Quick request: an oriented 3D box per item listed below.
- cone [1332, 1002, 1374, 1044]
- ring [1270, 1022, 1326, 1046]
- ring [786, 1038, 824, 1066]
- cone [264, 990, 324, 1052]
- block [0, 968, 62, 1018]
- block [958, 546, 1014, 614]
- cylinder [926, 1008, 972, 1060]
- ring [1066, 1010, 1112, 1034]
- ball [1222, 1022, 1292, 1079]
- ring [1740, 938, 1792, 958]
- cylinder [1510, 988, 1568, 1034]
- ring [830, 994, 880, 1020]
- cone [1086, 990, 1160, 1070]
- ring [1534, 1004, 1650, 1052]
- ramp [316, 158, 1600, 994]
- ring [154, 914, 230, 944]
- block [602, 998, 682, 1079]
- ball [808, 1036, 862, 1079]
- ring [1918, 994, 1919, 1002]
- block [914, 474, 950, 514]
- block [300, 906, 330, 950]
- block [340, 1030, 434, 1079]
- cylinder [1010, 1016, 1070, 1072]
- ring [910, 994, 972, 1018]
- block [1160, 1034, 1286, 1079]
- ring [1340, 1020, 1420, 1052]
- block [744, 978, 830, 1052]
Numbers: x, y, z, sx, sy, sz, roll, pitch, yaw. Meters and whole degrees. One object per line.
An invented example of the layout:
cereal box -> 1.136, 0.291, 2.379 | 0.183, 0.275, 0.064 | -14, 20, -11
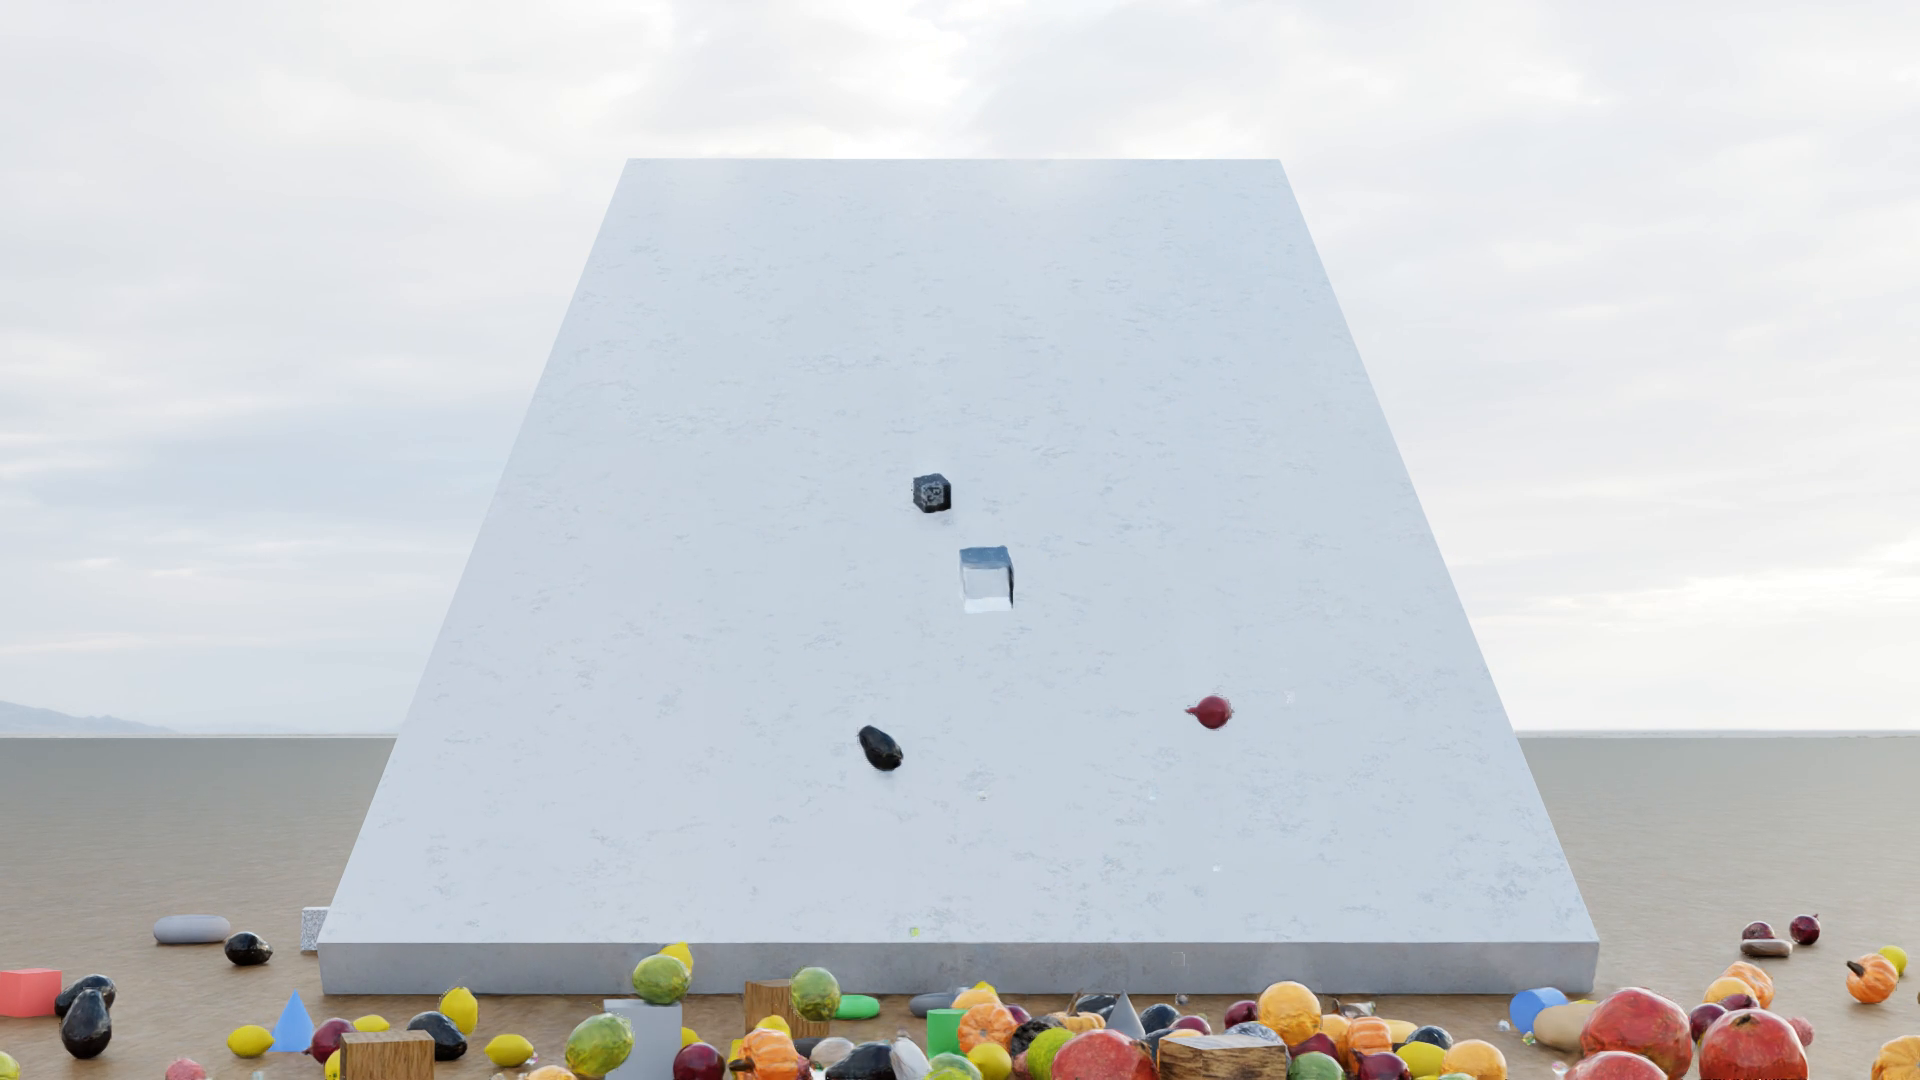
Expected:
cone -> 0.519, 0.611, 3.054 | 0.057, 0.057, 0.057 | -3, 19, 37
ring -> 0.447, 0.656, 3.142 | 0.075, 0.025, 0.075 | 1, -4, 0
ring -> -0.174, 0.639, 2.958 | 0.087, 0.029, 0.087 | 0, -6, 0
cone -> -0.871, 0.626, 3.099 | 0.077, 0.077, 0.077 | 0, -5, 0
block -> -1.363, 0.663, 3.470 | 0.062, 0.062, 0.062 | -4, -6, 41
block -> 0.051, 0.078, 4.671 | 0.095, 0.095, 0.095 | -3, 27, -7
cylinder -> -0.014, 0.629, 3.014 | 0.057, 0.057, 0.057 | 0, -5, 0
ring -> 0.189, 0.664, 3.260 | 0.083, 0.028, 0.083 | -1, -4, 0
ball -> 0.322, 0.581, 2.625 | 0.090, 0.090, 0.090 | 0, -5, 0
ring -> 1.486, 0.752, 4.364 | 0.092, 0.031, 0.092 | 0, -6, 0
cylinder -> 0.798, 0.648, 3.258 | 0.059, 0.059, 0.059 | 5, -6, -44
ring -> -0.160, 0.677, 3.430 | 0.087, 0.029, 0.087 | 1, -4, 0
cone -> 0.204, 0.606, 2.948 | 0.093, 0.093, 0.093 | 0, -5, 0
ring -> 0.830, 0.641, 3.110 | 0.149, 0.050, 0.149 | -1, -4, 0
ramp -> -0.010, -0.227, 5.495 | 2.000, 0.100, 4.000 | 0, 27, 0
ring -> -1.514, 0.767, 4.663 | 0.146, 0.049, 0.146 | 1, -4, 0
block -> -0.379, 0.597, 2.821 | 0.090, 0.090, 0.090 | 1, -5, -10
ball -> -0.145, 0.605, 2.738 | 0.060, 0.060, 0.060 | 0, -5, 0
ring -> 1.474, 0.677, 3.489 | 0.117, 0.039, 0.117 | -1, -5, 0
block -> -0.060, -0.099, 5.062 | 0.060, 0.060, 0.060 | -11, 29, -22
block -> -1.216, 0.742, 4.521 | 0.076, 0.076, 0.076 | 1, -5, -11
block -> -0.609, 0.572, 2.513 | 0.090, 0.090, 0.090 | 2, -5, -19
cylinder -> 0.099, 0.618, 2.901 | 0.062, 0.062, 0.062 | -1, -6, 14
ring -> -0.028, 0.678, 3.445 | 0.091, 0.030, 0.091 | -1, -6, 0
block -> 0.269, 0.562, 2.426 | 0.095, 0.095, 0.095 | 2, -5, -22
ring -> 0.548, 0.647, 3.087 | 0.105, 0.035, 0.105 | 0, -6, 0
block -> -0.227, 0.624, 3.107 | 0.084, 0.084, 0.084 | 2, -5, -28
